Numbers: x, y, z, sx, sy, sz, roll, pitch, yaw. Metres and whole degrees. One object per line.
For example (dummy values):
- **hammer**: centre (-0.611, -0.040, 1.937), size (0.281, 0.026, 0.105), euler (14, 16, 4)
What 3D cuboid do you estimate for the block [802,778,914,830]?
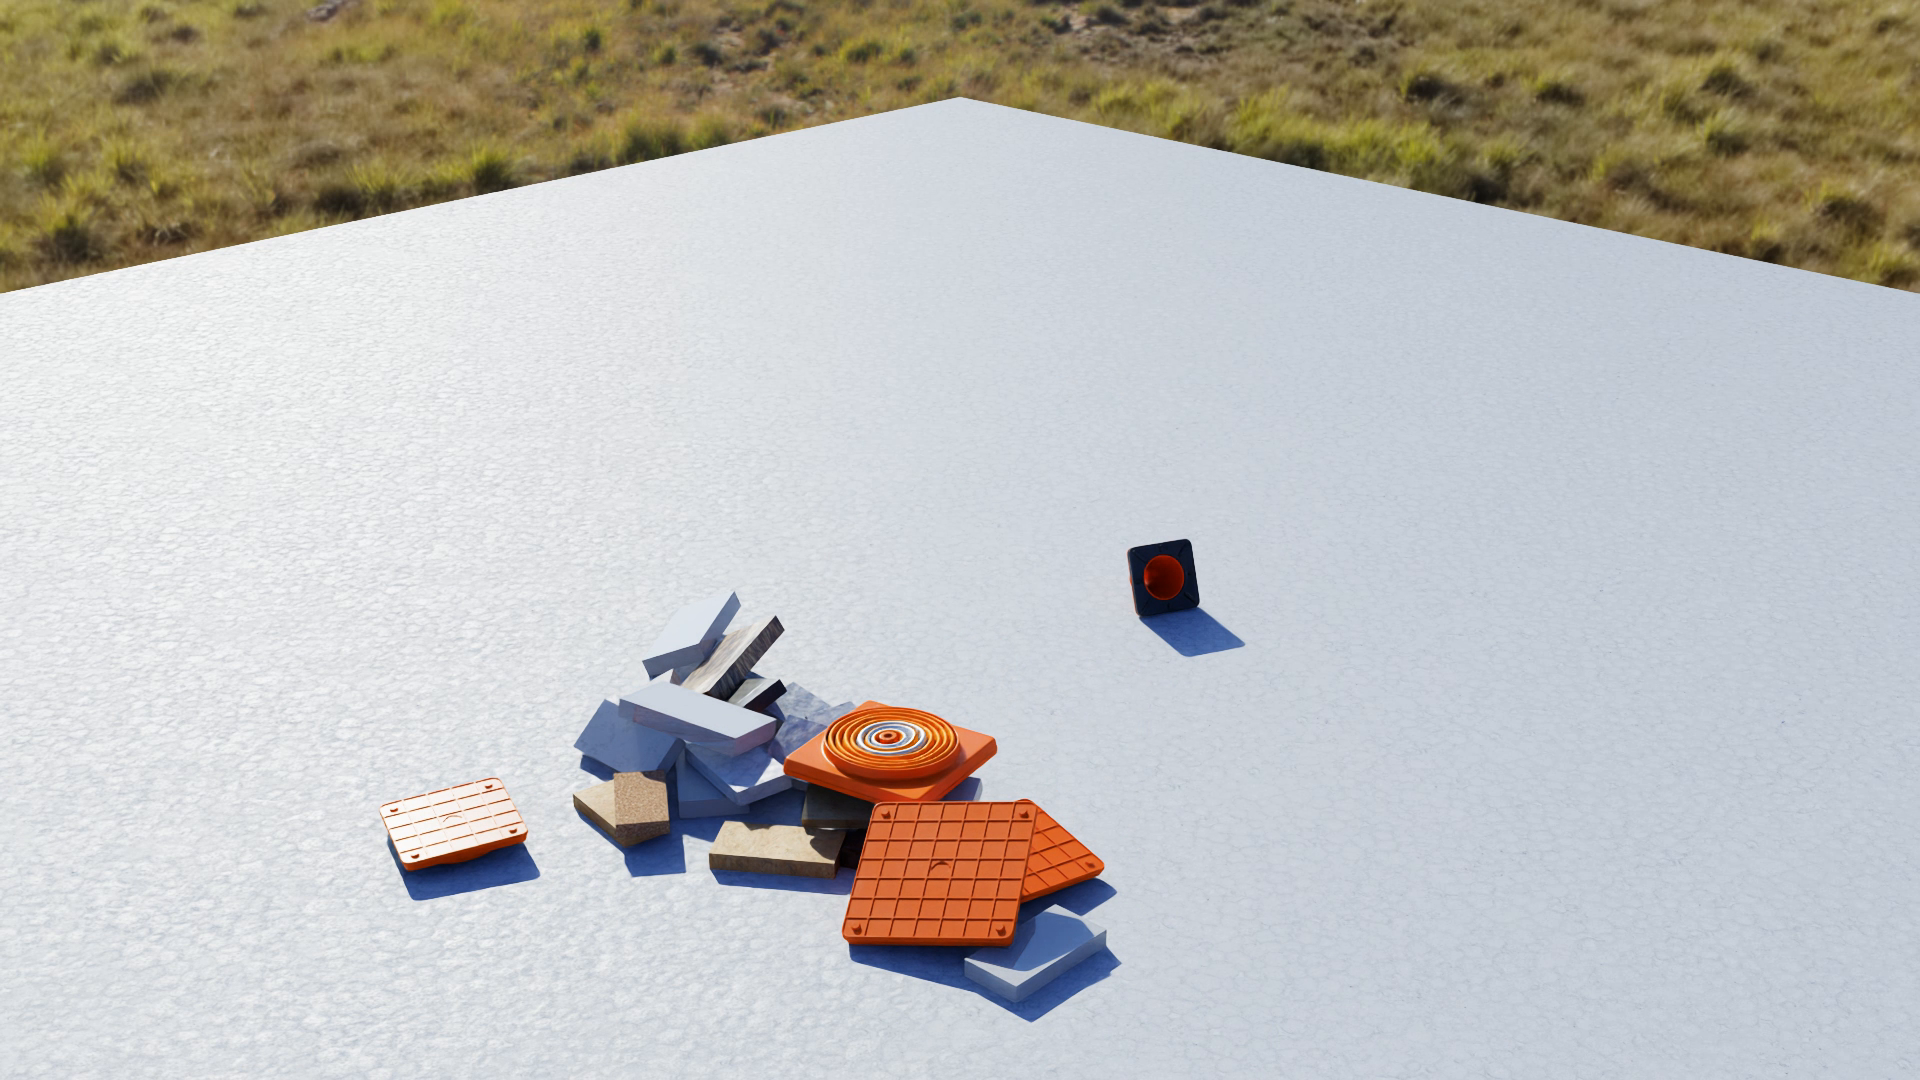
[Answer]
- **block**: centre (-0.203, 0.521, 4.357), size (0.208, 0.029, 0.104), euler (-1, 46, 10)

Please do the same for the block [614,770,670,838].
- **block**: centre (-0.639, 0.527, 4.406), size (0.104, 0.029, 0.208), euler (-4, 23, -9)

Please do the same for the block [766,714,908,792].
- **block**: centre (-0.263, 0.460, 4.533), size (0.281, 0.040, 0.140), euler (14, 56, 26)

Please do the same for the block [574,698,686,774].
- **block**: centre (-0.693, 0.429, 4.611), size (0.243, 0.034, 0.121), euler (21, 72, 39)

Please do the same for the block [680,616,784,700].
- **block**: centre (-0.529, 0.289, 4.910), size (0.148, 0.042, 0.356), euler (-22, 16, 29)

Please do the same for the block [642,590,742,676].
- **block**: centre (-0.624, 0.216, 5.131), size (0.148, 0.042, 0.296), euler (-17, 18, 18)

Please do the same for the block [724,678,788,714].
- **block**: centre (-0.473, 0.346, 4.750), size (0.114, 0.032, 0.229), euler (-37, 15, -27)

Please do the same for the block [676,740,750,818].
- **block**: centre (-0.518, 0.486, 4.565), size (0.140, 0.040, 0.281), euler (-4, 23, -8)

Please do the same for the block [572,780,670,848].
- **block**: centre (-0.683, 0.548, 4.430), size (0.104, 0.029, 0.208), euler (-17, 28, -34)

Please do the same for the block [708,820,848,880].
- **block**: centre (-0.353, 0.604, 4.292), size (0.248, 0.035, 0.124), euler (4, 23, 8)

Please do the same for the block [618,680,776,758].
- **block**: centre (-0.548, 0.371, 4.587), size (0.296, 0.042, 0.148), euler (16, 19, 26)

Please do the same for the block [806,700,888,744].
- **block**: centre (-0.219, 0.433, 4.622), size (0.114, 0.032, 0.229), euler (-16, 43, -32)

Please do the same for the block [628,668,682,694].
- **block**: centre (-0.677, 0.373, 4.763), size (0.121, 0.034, 0.243), euler (-29, 20, 12)

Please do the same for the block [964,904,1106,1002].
- **block**: centre (0.138, 0.743, 3.964), size (0.124, 0.035, 0.248), euler (20, 30, 39)

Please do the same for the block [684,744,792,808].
- **block**: centre (-0.456, 0.463, 4.504), size (0.122, 0.034, 0.243), euler (-19, 28, -27)

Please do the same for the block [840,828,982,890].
- **block**: centre (-0.095, 0.612, 4.274), size (0.247, 0.035, 0.124), euler (8, 24, 19)

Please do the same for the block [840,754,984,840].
- **block**: centre (-0.109, 0.520, 4.393), size (0.281, 0.040, 0.140), euler (9, 54, 17)

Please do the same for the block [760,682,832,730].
- **block**: centre (-0.313, 0.394, 4.713), size (0.229, 0.032, 0.114), euler (30, 40, 27)
